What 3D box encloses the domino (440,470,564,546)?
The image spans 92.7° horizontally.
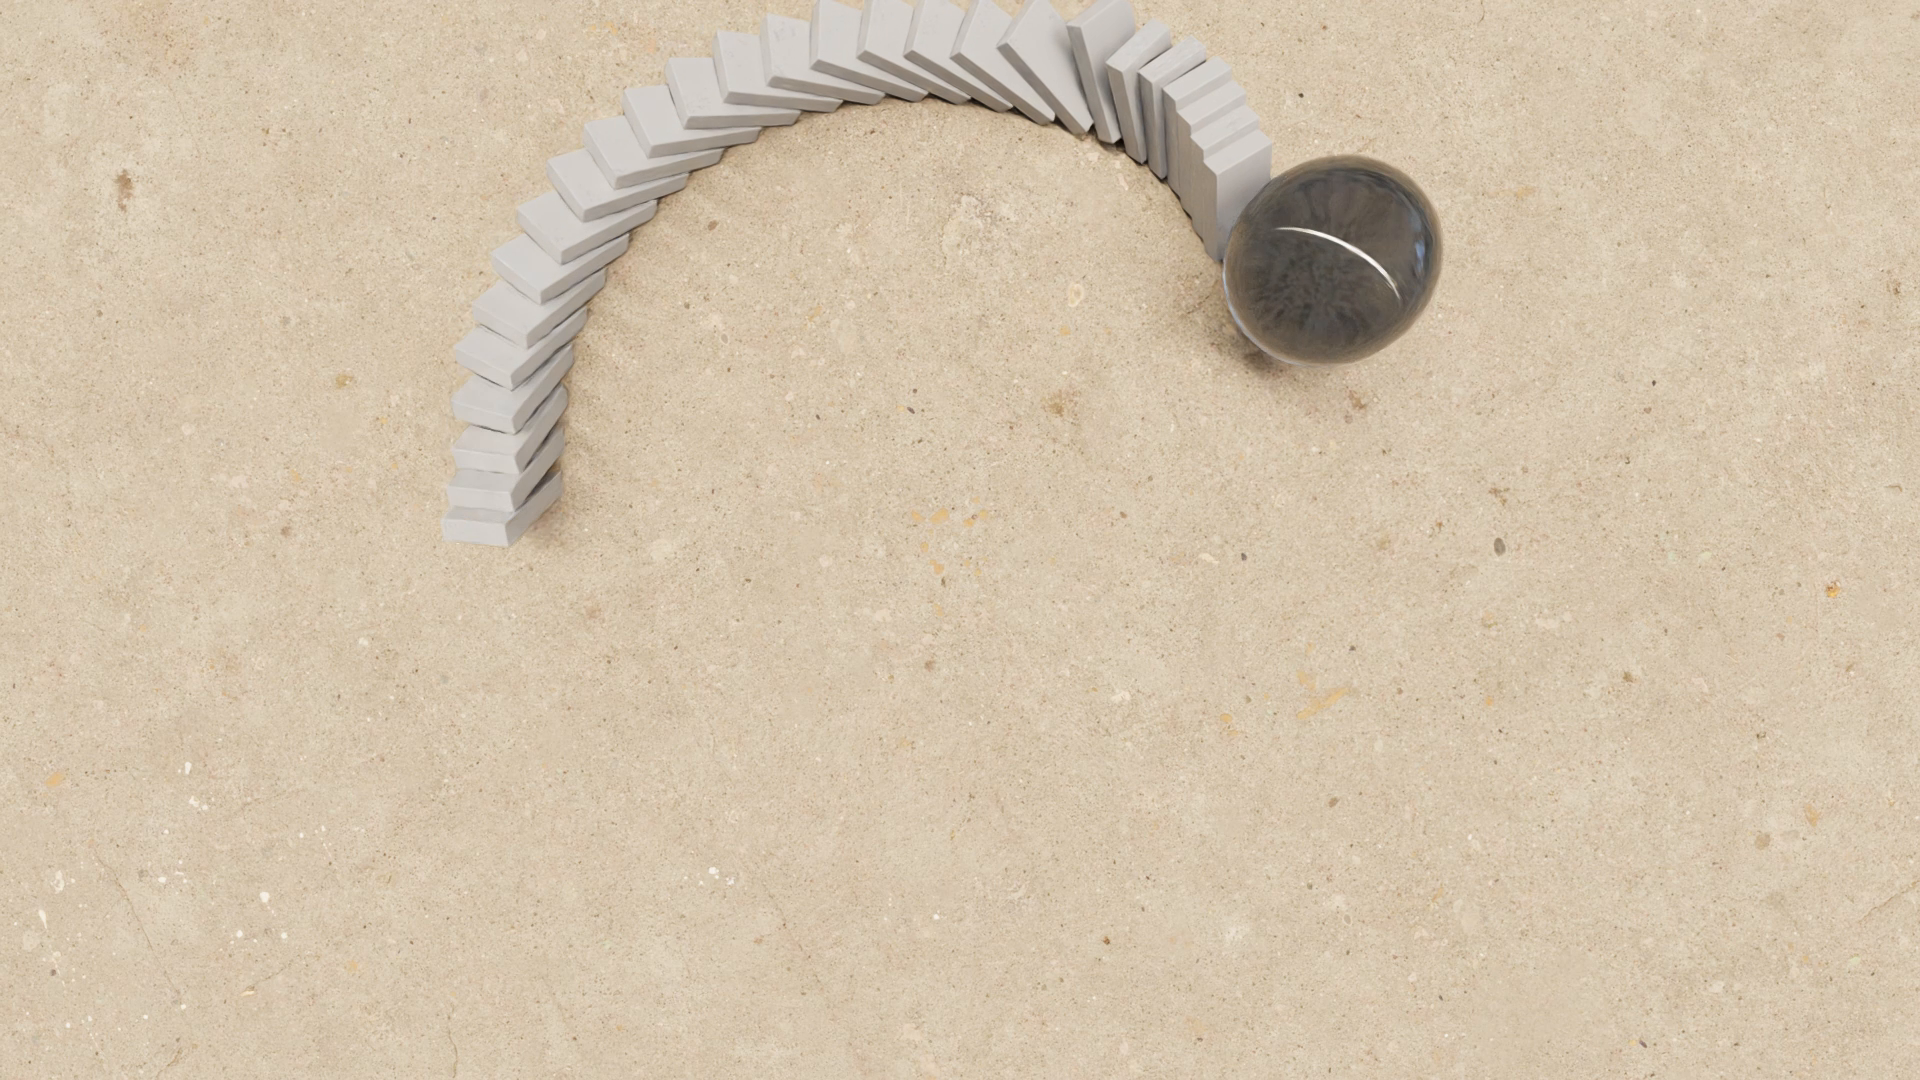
[{"bbox_3d":[-0.186,-0.015,0.376,0.025,0.050,0.010,6,119,0],"label":"domino"}]

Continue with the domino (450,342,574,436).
[{"bbox_3d":[-0.184,-0.066,0.380,0.025,0.010,0.050,15,48,0],"label":"domino"}]

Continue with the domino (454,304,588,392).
[{"bbox_3d":[-0.181,-0.086,0.381,0.025,0.010,0.050,27,52,0],"label":"domino"}]

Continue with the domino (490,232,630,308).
[{"bbox_3d":[-0.166,-0.121,0.382,0.025,0.009,0.050,38,56,0],"label":"domino"}]

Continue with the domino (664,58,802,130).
[{"bbox_3d":[-0.094,-0.187,0.383,0.050,0.009,0.025,-19,90,-31],"label":"domino"}]

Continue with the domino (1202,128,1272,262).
[{"bbox_3d":[0.113,-0.140,0.376,0.025,0.050,0.010,-30,61,0],"label":"domino"}]

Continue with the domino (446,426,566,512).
[{"bbox_3d":[-0.186,-0.031,0.377,0.025,0.050,0.010,6,127,0],"label":"domino"}]

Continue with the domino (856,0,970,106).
[{"bbox_3d":[-0.017,-0.205,0.383,0.050,0.009,0.025,9,90,-31],"label":"domino"}]

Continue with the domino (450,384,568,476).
[{"bbox_3d":[-0.185,-0.048,0.379,0.025,0.050,0.010,7,134,0],"label":"domino"}]

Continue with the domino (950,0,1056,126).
[{"bbox_3d":[0.022,-0.200,0.383,0.050,0.010,0.025,21,90,-31],"label":"domino"}]

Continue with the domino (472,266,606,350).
[{"bbox_3d":[-0.174,-0.103,0.381,0.025,0.010,0.050,31,54,0],"label":"domino"}]

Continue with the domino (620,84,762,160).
[{"bbox_3d":[-0.112,-0.177,0.383,0.050,0.009,0.025,-26,90,-31],"label":"domino"}]

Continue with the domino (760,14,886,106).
[{"bbox_3d":[-0.057,-0.200,0.383,0.050,0.010,0.025,-6,90,-31],"label":"domino"}]

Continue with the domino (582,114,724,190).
[{"bbox_3d":[-0.128,-0.165,0.383,0.050,0.009,0.025,-32,90,-32],"label":"domino"}]

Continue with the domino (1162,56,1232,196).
[{"bbox_3d":[0.097,-0.168,0.376,0.025,0.050,0.010,-30,61,0],"label":"domino"}]

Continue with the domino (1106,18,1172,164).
[{"bbox_3d":[0.077,-0.183,0.376,0.025,0.050,0.010,-44,62,0],"label":"domino"}]

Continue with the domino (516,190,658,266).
[{"bbox_3d":[-0.155,-0.137,0.382,0.025,0.010,0.050,44,57,0],"label":"domino"}]

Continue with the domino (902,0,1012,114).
[{"bbox_3d":[0.003,-0.203,0.383,0.050,0.009,0.025,15,90,-31],"label":"domino"}]

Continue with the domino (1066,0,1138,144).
[{"bbox_3d":[0.063,-0.194,0.377,0.025,0.050,0.009,-40,46,-8],"label":"domino"}]

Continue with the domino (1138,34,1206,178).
[{"bbox_3d":[0.088,-0.176,0.376,0.025,0.050,0.009,-34,61,0],"label":"domino"}]

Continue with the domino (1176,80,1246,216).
[{"bbox_3d":[0.103,-0.159,0.376,0.025,0.050,0.009,-30,61,0],"label":"domino"}]

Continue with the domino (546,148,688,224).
[{"bbox_3d":[-0.142,-0.153,0.383,0.050,0.009,0.025,-37,90,-32],"label":"domino"}]

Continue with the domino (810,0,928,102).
[{"bbox_3d":[-0.037,-0.204,0.383,0.050,0.009,0.025,2,90,-31],"label":"domino"}]

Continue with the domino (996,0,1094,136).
[{"bbox_3d":[0.041,-0.198,0.382,0.050,0.009,0.025,35,85,-30],"label":"domino"}]

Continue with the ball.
[{"bbox_3d":[0.145,-0.108,0.360,0.080,0.080,0.080,0,90,0],"label":"ball"}]

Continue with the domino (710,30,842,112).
[{"bbox_3d":[-0.076,-0.195,0.383,0.050,0.009,0.025,-11,90,-31],"label":"domino"}]

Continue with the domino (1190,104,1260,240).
[{"bbox_3d":[0.108,-0.149,0.376,0.025,0.050,0.009,-30,61,0],"label":"domino"}]
